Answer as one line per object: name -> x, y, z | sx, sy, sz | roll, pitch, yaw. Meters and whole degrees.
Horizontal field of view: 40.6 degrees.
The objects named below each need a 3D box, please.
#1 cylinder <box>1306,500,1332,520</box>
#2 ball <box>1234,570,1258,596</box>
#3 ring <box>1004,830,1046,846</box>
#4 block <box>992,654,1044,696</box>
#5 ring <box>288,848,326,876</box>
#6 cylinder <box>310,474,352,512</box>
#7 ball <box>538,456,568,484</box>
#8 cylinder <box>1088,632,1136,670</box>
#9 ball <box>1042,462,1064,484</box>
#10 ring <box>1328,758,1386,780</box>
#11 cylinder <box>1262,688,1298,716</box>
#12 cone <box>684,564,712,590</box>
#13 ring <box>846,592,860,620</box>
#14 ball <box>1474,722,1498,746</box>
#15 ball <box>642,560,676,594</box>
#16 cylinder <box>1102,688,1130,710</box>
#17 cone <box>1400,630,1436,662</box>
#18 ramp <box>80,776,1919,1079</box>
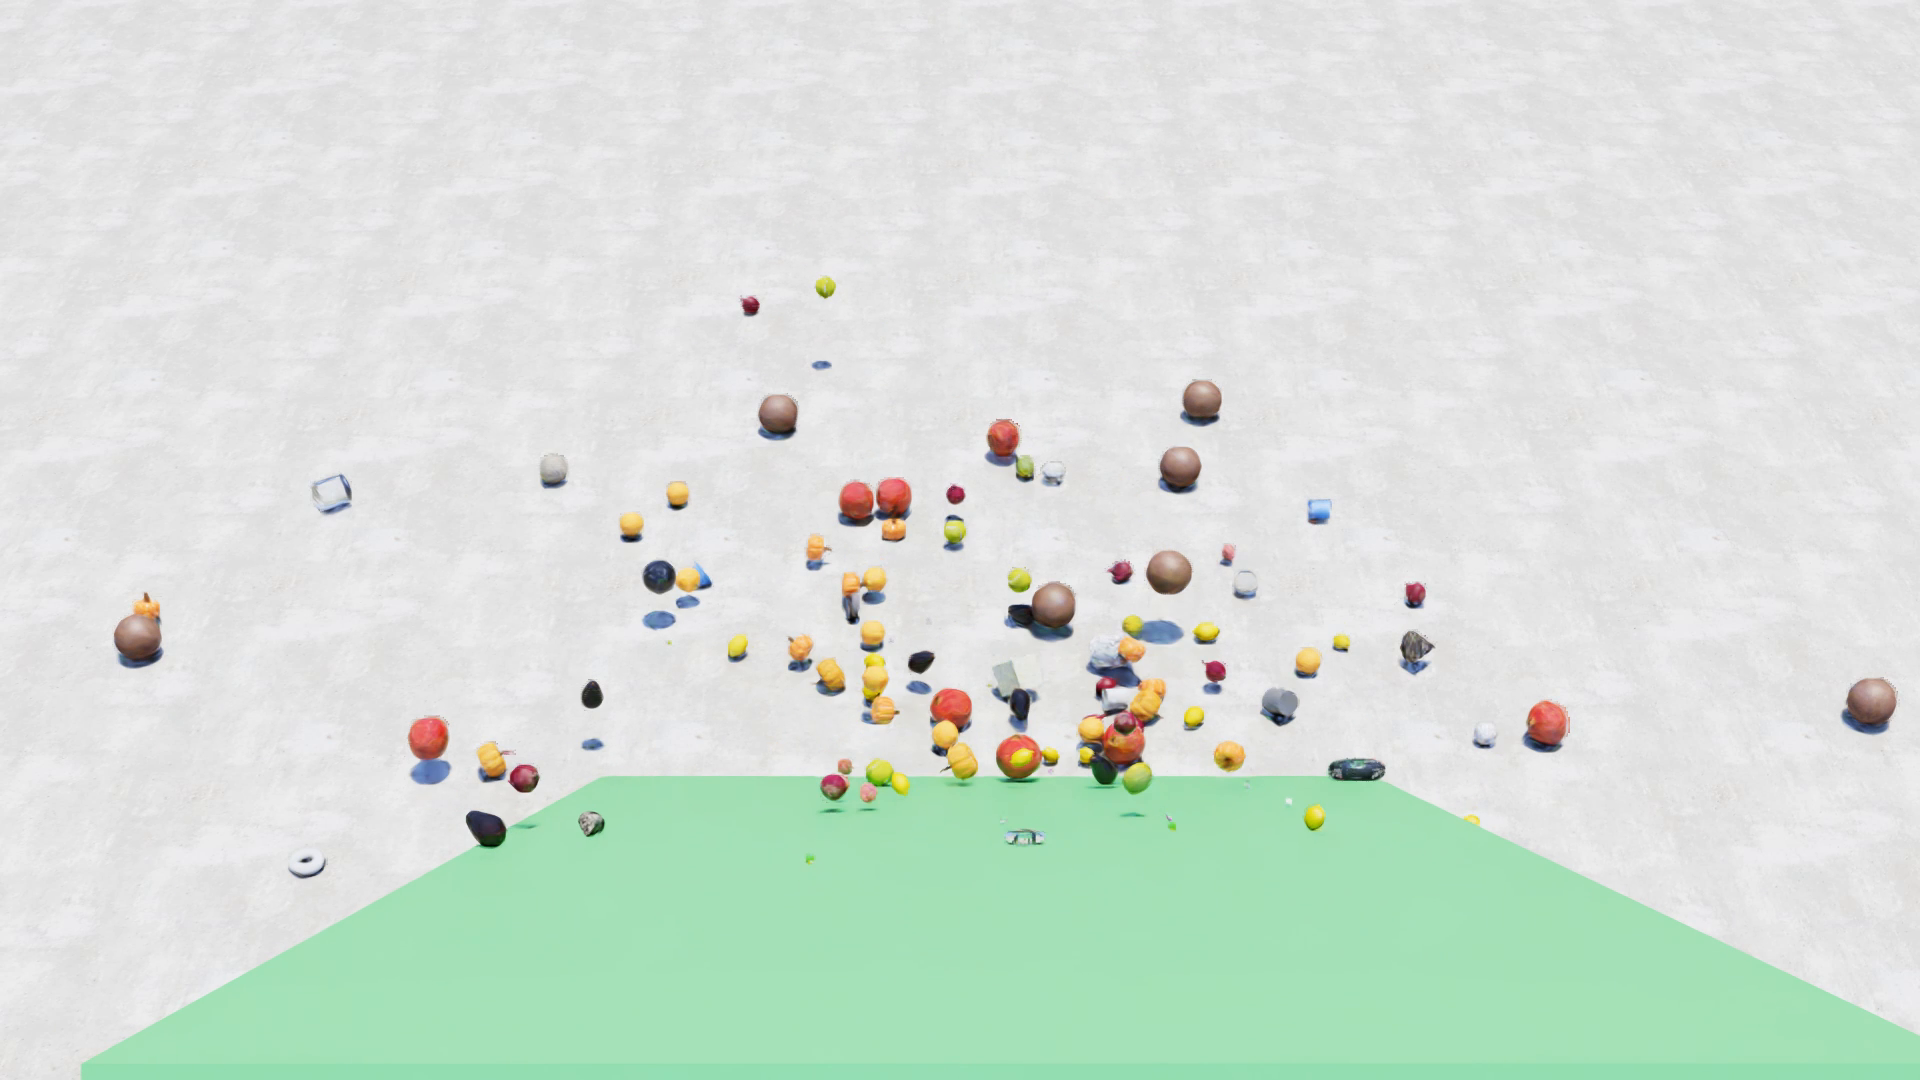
cylinder -> 1.099, -0.093, 7.933 | 0.059, 0.059, 0.059 | 6, 31, -12
ball -> 0.837, 0.124, 7.588 | 0.075, 0.075, 0.075 | 0, 32, 0
ring -> 0.126, 0.573, 4.997 | 0.080, 0.027, 0.080 | 0, -2, 0
block -> 0.159, 0.372, 7.141 | 0.088, 0.088, 0.088 | -16, -2, -41
ring -> -1.651, 0.813, 6.545 | 0.094, 0.031, 0.094 | 0, 32, 0
cylinder -> -1.938, -0.147, 7.995 | 0.092, 0.092, 0.092 | -23, 39, -31
ball -> -1.274, -0.221, 8.119 | 0.090, 0.090, 0.090 | 0, 32, 0
cylinder -> 0.426, 0.311, 7.249 | 0.094, 0.094, 0.094 | -8, 23, 37
ball -> 0.292, -0.212, 8.125 | 0.067, 0.067, 0.067 | 0, 32, 0
ring -> 1.014, 0.587, 6.616 | 0.147, 0.049, 0.147 | -1, 0, 0
cylinder -> 0.873, 0.441, 7.072 | 0.069, 0.069, 0.069 | -21, 16, -29
cone -> -0.783, 0.122, 7.625 | 0.077, 0.077, 0.077 | -39, 44, -12
ring -> -0.308, 0.190, 7.477 | 0.026, 0.078, 0.078 | 11, 30, -15
ball -> 1.415, 0.521, 6.975 | 0.063, 0.063, 0.063 | 0, 32, 0
ball -> -0.858, 0.105, 7.403 | 0.099, 0.099, 0.099 | 0, 32, 0
cylinder -> 0.425, 0.435, 7.106 | 0.060, 0.060, 0.060 | -2, 32, -16
cone -> 1.300, 0.300, 7.271 | 0.090, 0.090, 0.090 | 3, 28, -31
ramp -> 0.072, 0.632, 4.733 | 2.000, 0.100, 4.000 | 0, -1, 0
